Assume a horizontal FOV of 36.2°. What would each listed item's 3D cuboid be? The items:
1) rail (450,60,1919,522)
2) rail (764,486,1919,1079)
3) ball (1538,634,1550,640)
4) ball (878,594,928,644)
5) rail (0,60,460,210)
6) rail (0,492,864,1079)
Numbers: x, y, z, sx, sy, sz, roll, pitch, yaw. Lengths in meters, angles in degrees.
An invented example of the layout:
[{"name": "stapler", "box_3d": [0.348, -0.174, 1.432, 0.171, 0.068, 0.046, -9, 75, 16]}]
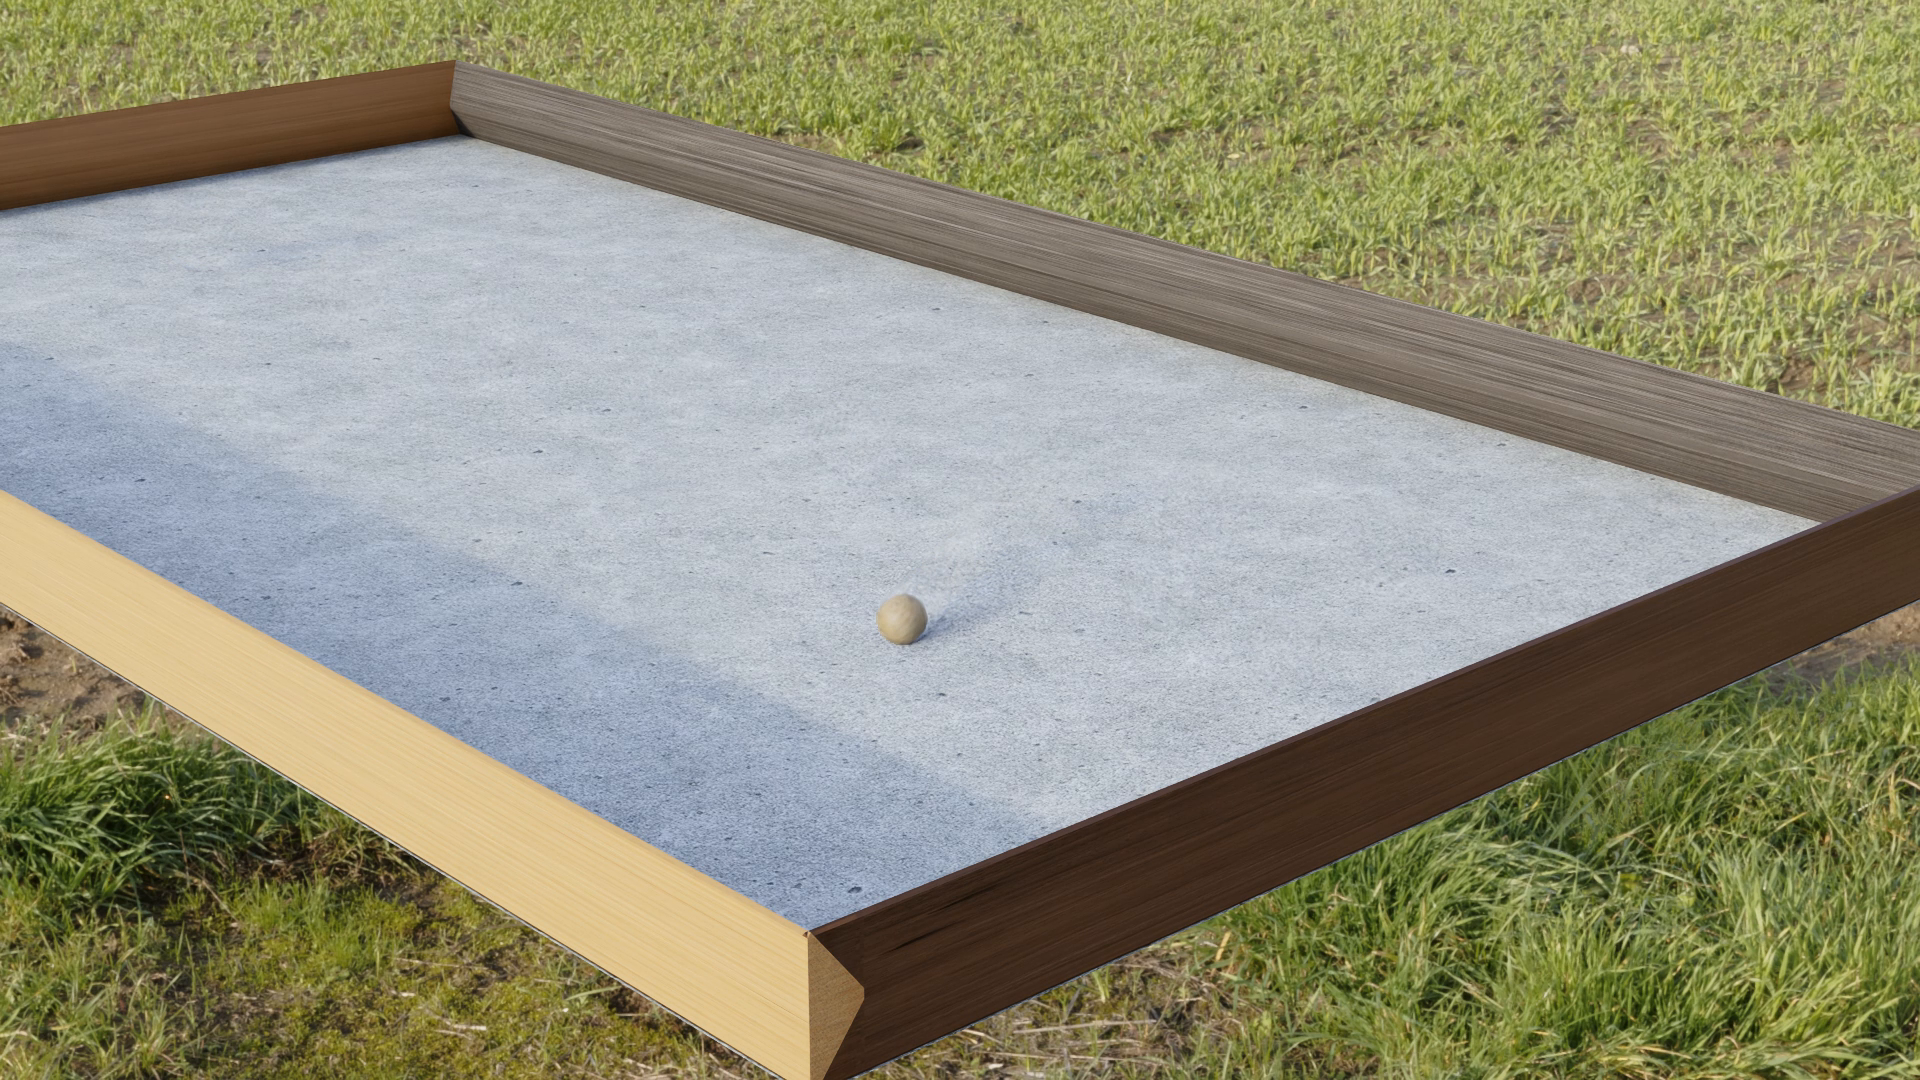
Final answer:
[{"name": "rail", "box_3d": [0.078, -0.358, 3.692, 0.045, 0.117, 2.647, -17, 26, -39]}, {"name": "rail", "box_3d": [0.427, 0.132, 2.343, 1.450, 0.117, 0.045, -17, 26, -39]}, {"name": "ball", "box_3d": [0.503, 0.112, 2.476, 0.066, 0.066, 0.066, 0, 20, 0]}, {"name": "ball", "box_3d": [-0.051, 0.070, 2.623, 0.044, 0.044, 0.044, 0, 20, 0]}, {"name": "rail", "box_3d": [-1.312, -0.527, 4.159, 1.450, 0.117, 0.045, -17, 26, -39]}, {"name": "rail", "box_3d": [-0.964, -0.038, 2.810, 0.045, 0.117, 2.647, -17, 26, -39]}]
